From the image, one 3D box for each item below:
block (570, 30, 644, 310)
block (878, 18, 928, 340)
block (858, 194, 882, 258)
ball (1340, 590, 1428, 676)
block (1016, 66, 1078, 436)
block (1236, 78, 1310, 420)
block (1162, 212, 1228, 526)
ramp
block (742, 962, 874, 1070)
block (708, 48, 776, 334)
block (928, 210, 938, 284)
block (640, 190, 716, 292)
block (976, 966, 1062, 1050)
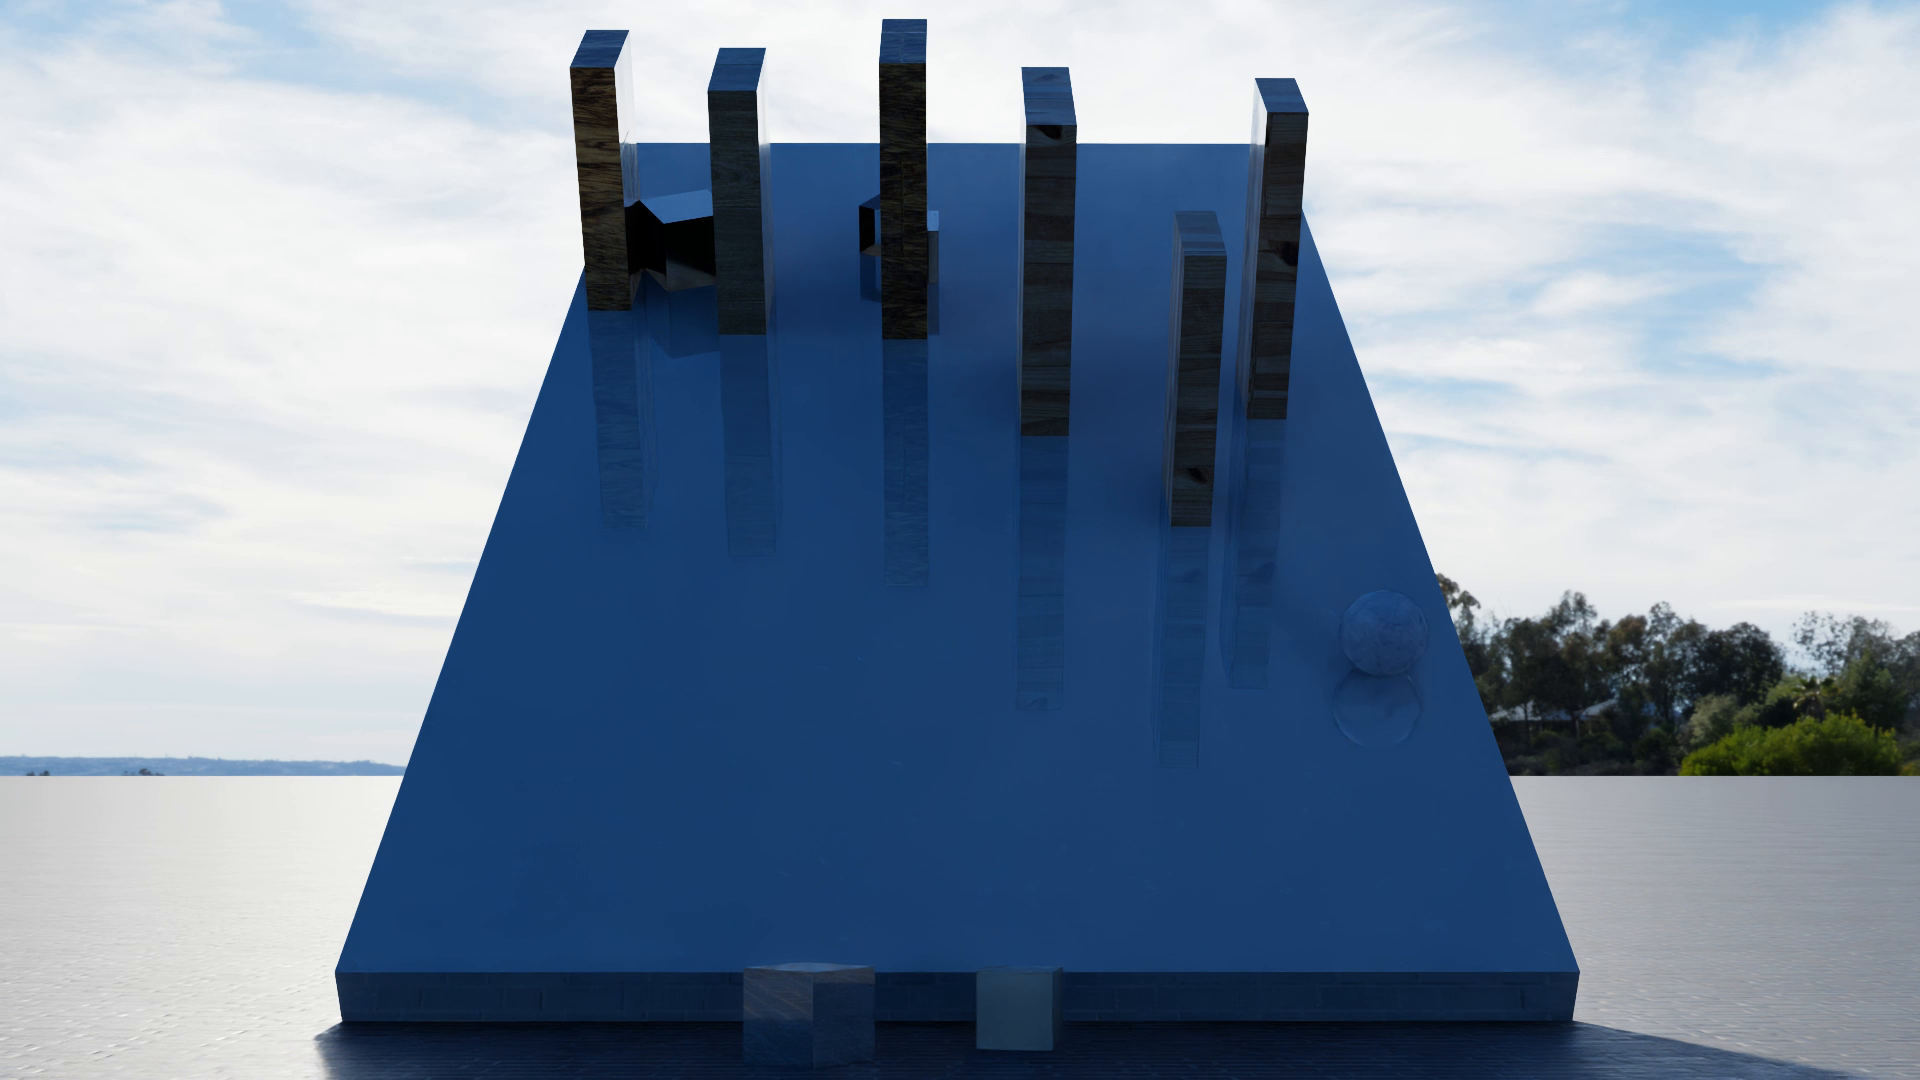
[{"bbox_3d":[-0.908,-0.955,6.188,0.111,0.647,0.320,0,29,0],"label":"block"},{"bbox_3d":[-0.139,-0.910,6.037,0.114,0.716,0.369,0,29,0],"label":"block"},{"bbox_3d":[-0.182,-0.858,6.550,0.135,0.135,0.135,16,32,26],"label":"block"},{"bbox_3d":[0.817,0.180,4.618,0.167,0.167,0.167,0,-5,0],"label":"ball"},{"bbox_3d":[0.197,-0.671,5.565,0.112,0.751,0.415,0,29,0],"label":"block"},{"bbox_3d":[0.722,-0.673,5.573,0.093,0.751,0.247,0,29,0],"label":"block"},{"bbox_3d":[0.499,-0.365,5.135,0.087,0.626,0.253,0,29,0],"label":"block"},{"bbox_3d":[-0.012,-0.219,5.624,2.000,0.100,4.000,0,29,0],"label":"ramp"},{"bbox_3d":[-0.211,0.664,3.354,0.130,0.130,0.130,-4,-7,38],"label":"block"},{"bbox_3d":[-0.551,-0.885,6.070,0.120,0.639,0.351,0,29,0],"label":"block"},{"bbox_3d":[-0.131,-0.784,6.400,0.148,0.148,0.148,0,29,0],"label":"block"},{"bbox_3d":[-0.725,-0.798,6.377,0.192,0.192,0.192,-13,31,-22],"label":"block"},{"bbox_3d":[0.089,0.691,3.542,0.112,0.112,0.112,-1,-6,10],"label":"block"}]
